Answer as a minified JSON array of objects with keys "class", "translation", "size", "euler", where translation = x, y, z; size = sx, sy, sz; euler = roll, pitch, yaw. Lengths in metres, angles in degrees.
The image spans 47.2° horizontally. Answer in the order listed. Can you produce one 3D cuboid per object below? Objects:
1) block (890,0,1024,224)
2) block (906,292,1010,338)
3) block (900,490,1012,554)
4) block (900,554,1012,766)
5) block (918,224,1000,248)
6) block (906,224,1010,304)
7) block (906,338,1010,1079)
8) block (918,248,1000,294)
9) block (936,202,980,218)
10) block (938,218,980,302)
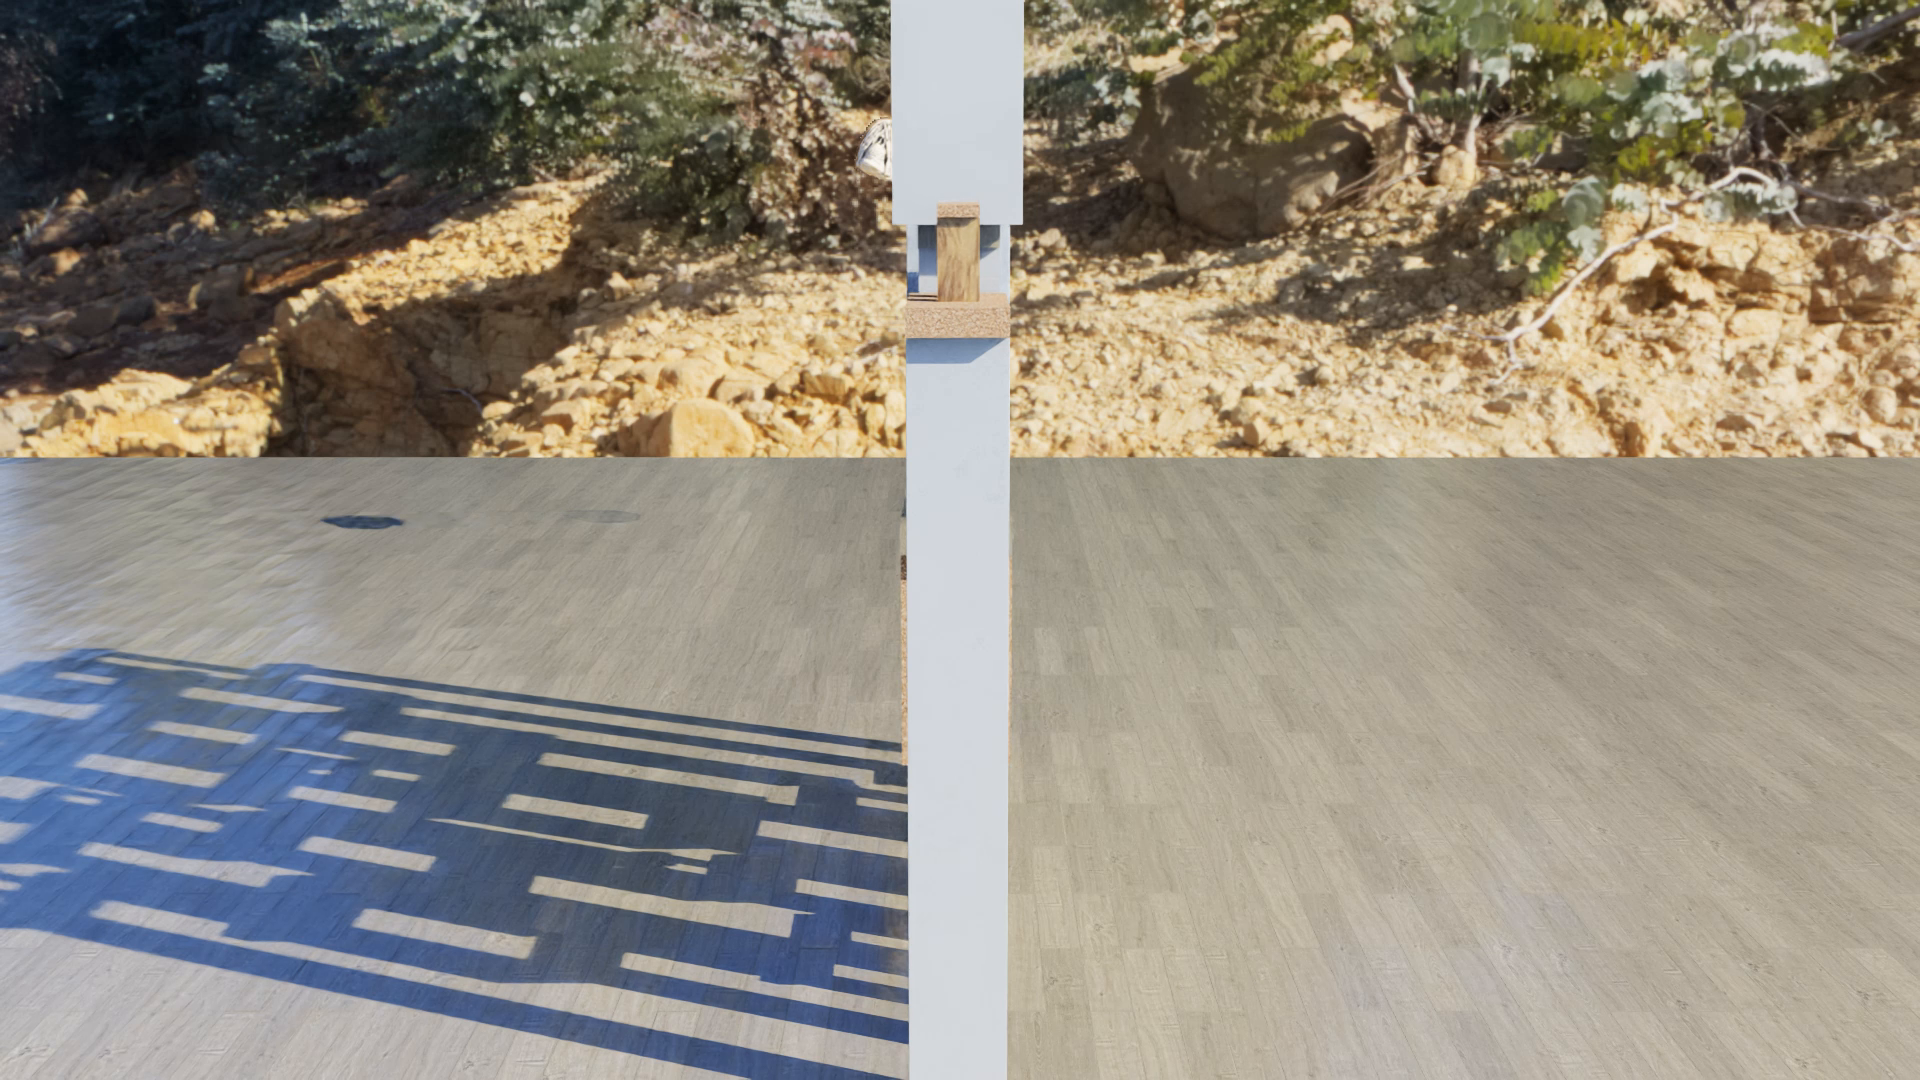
[{"class":"block","translation":[-0.004,-0.579,2.842],"size":[0.169,0.338,0.048],"euler":[0,11,0]},{"class":"block","translation":[-0.003,-0.284,2.766],"size":[0.126,0.036,0.253],"euler":[0,10,0]},{"class":"block","translation":[-0.005,-0.027,2.981],"size":[0.145,0.041,0.290],"euler":[0,10,0]},{"class":"block","translation":[-0.005,0.153,2.916],"size":[0.145,0.290,0.041],"euler":[0,10,0]},{"class":"block","translation":[-0.001,-0.418,2.985],"size":[0.108,0.031,0.216],"euler":[0,11,0]},{"class":"block","translation":[-0.003,-0.477,3.329],"size":[0.155,0.310,0.044],"euler":[0,11,0]},{"class":"block","translation":[-0.003,0.244,2.778],"size":[0.126,1.006,0.036],"euler":[0,11,0]},{"class":"block","translation":[0.000,-0.219,2.949],"size":[0.108,0.348,0.031],"euler":[0,10,0]},{"class":"block","translation":[-0.002,-0.414,2.757],"size":[0.052,0.015,0.104],"euler":[0,11,0]},{"class":"block","translation":[-0.002,-0.349,2.733],"size":[0.052,0.104,0.015],"euler":[0,11,0]}]
